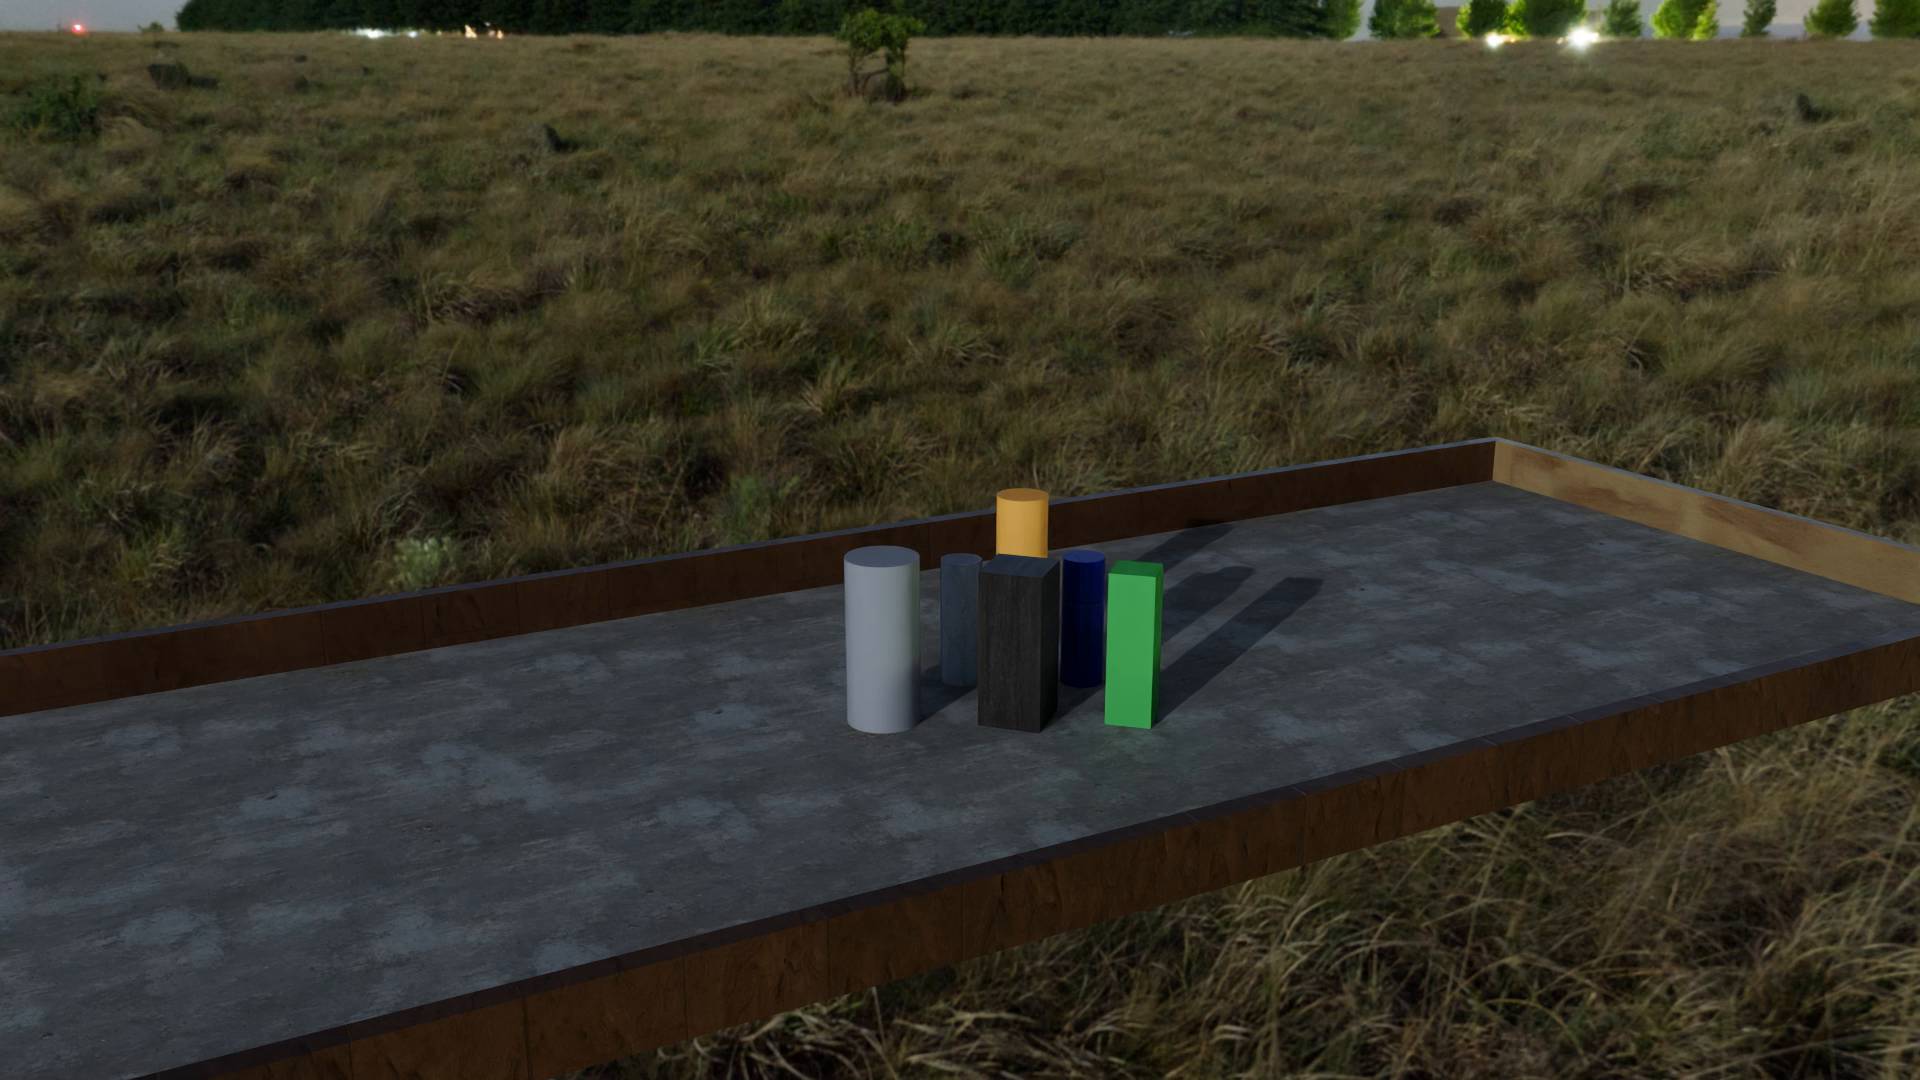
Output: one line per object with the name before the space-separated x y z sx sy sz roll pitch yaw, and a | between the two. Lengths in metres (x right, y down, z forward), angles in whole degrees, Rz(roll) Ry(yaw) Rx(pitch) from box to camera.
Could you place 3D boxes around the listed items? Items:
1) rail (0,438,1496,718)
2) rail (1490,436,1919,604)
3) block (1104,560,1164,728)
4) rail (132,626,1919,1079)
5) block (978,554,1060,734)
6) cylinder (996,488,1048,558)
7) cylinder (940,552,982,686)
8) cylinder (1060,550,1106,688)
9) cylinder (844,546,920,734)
rail | -3.305 0.497 3.399 12.000 0.150 0.050 -9 18 -27
rail | 2.466 -0.048 5.253 0.050 0.150 2.100 -9 18 -27
block | 0.408 0.244 3.865 0.109 0.372 0.109 5 17 16
rail | -2.336 1.006 1.665 12.000 0.150 0.050 -9 18 -27
block | 0.138 0.240 3.865 0.151 0.378 0.151 6 17 18
cylinder | 0.162 0.082 4.338 0.135 0.416 0.135 0 16 0
cylinder | 0.003 0.198 4.119 0.103 0.316 0.103 0 16 0
cylinder | 0.305 0.196 4.108 0.106 0.326 0.106 0 16 0
cylinder | -0.180 0.231 3.853 0.175 0.403 0.175 0 16 0
